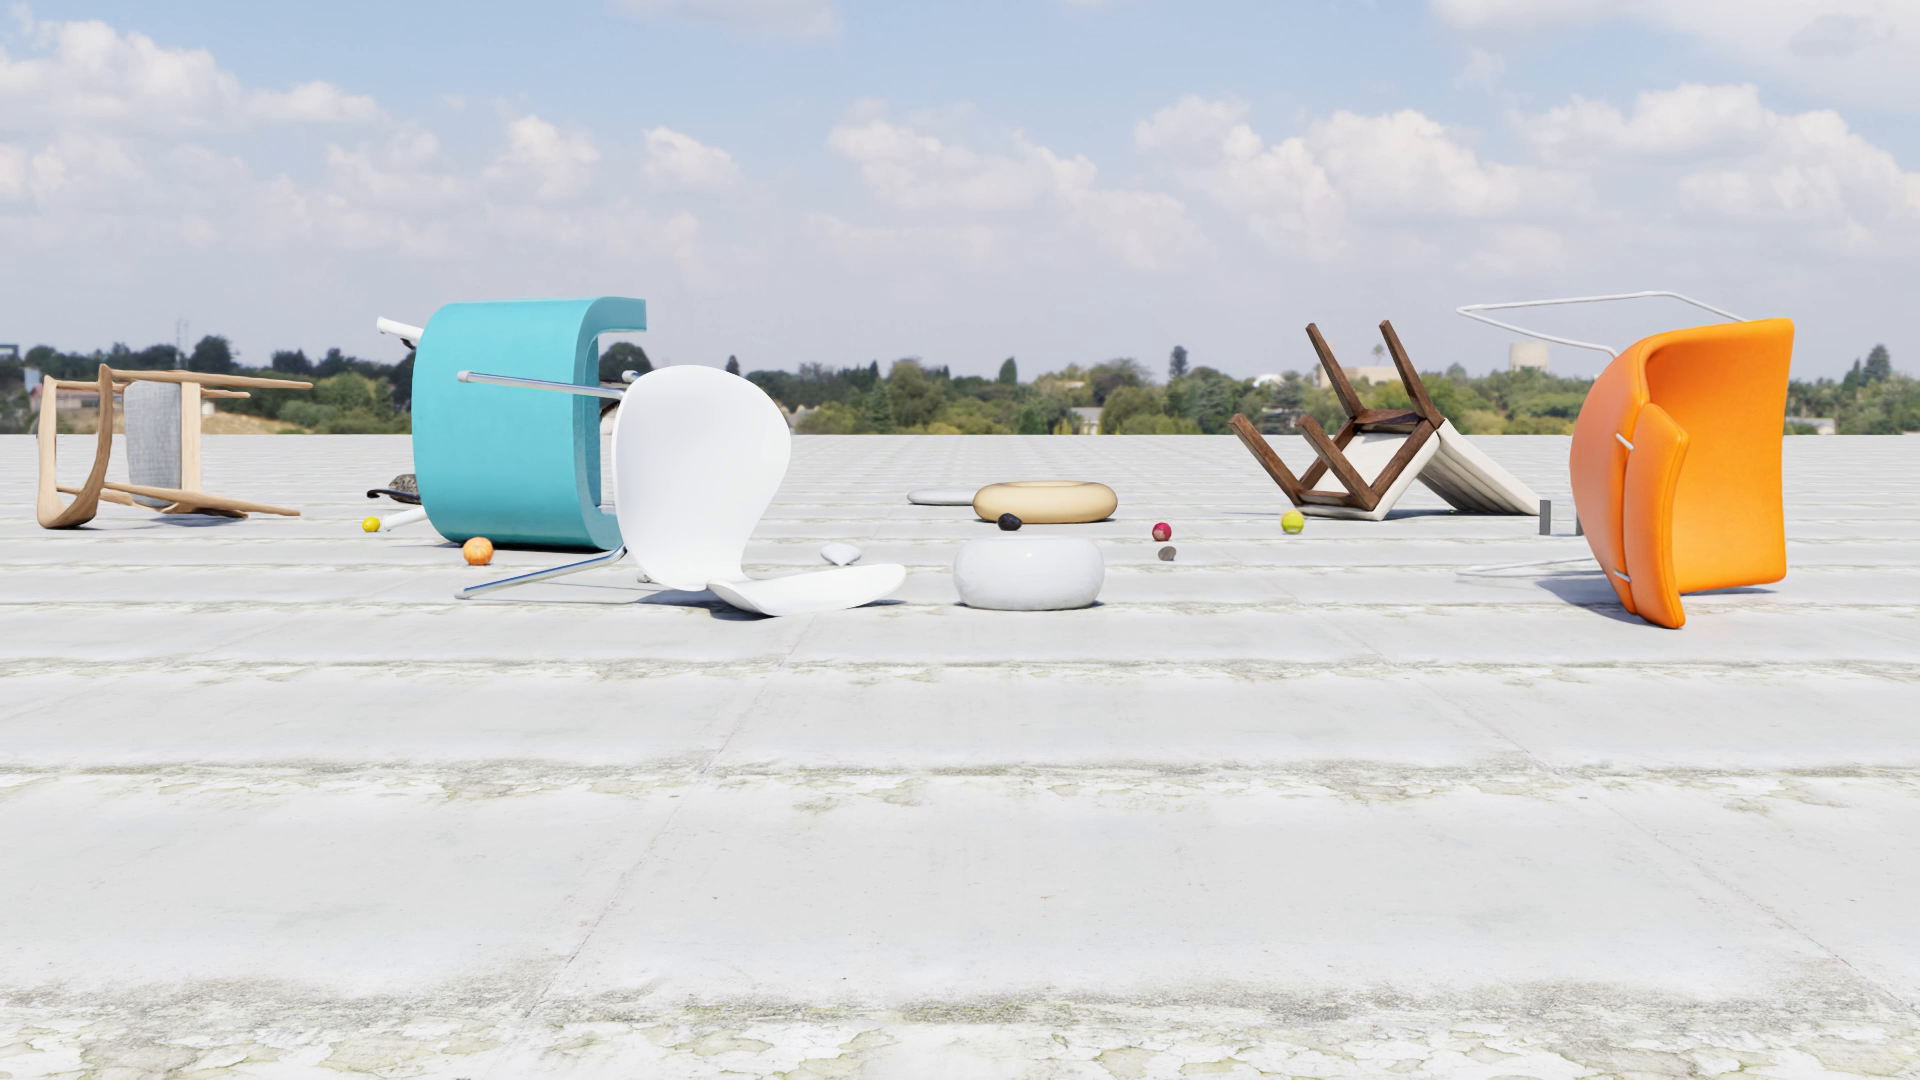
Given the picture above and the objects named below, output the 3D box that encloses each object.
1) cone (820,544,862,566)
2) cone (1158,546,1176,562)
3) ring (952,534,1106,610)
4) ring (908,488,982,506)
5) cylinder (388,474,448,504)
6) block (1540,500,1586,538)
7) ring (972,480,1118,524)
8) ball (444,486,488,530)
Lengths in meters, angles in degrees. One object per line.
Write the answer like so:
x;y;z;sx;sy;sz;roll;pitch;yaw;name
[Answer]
-0.303;0.051;5.605;0.107;0.058;0.065;5;28;-9;cone
0.551;0.044;5.762;0.057;0.046;0.035;11;-24;41;cone
0.142;0.066;4.543;0.316;0.146;0.282;-1;3;2;ring
-0.020;-0.170;8.596;0.378;0.059;0.373;-2;4;-28;ring
-2.129;-0.200;8.637;0.144;0.111;0.261;-22;15;-33;cylinder
1.843;-0.067;6.725;0.101;0.110;0.097;-1;4;-17;block
0.290;-0.128;7.478;0.514;0.129;0.443;-3;6;-30;ring
-1.584;-0.103;7.042;0.136;0.136;0.136;0;4;0;ball
